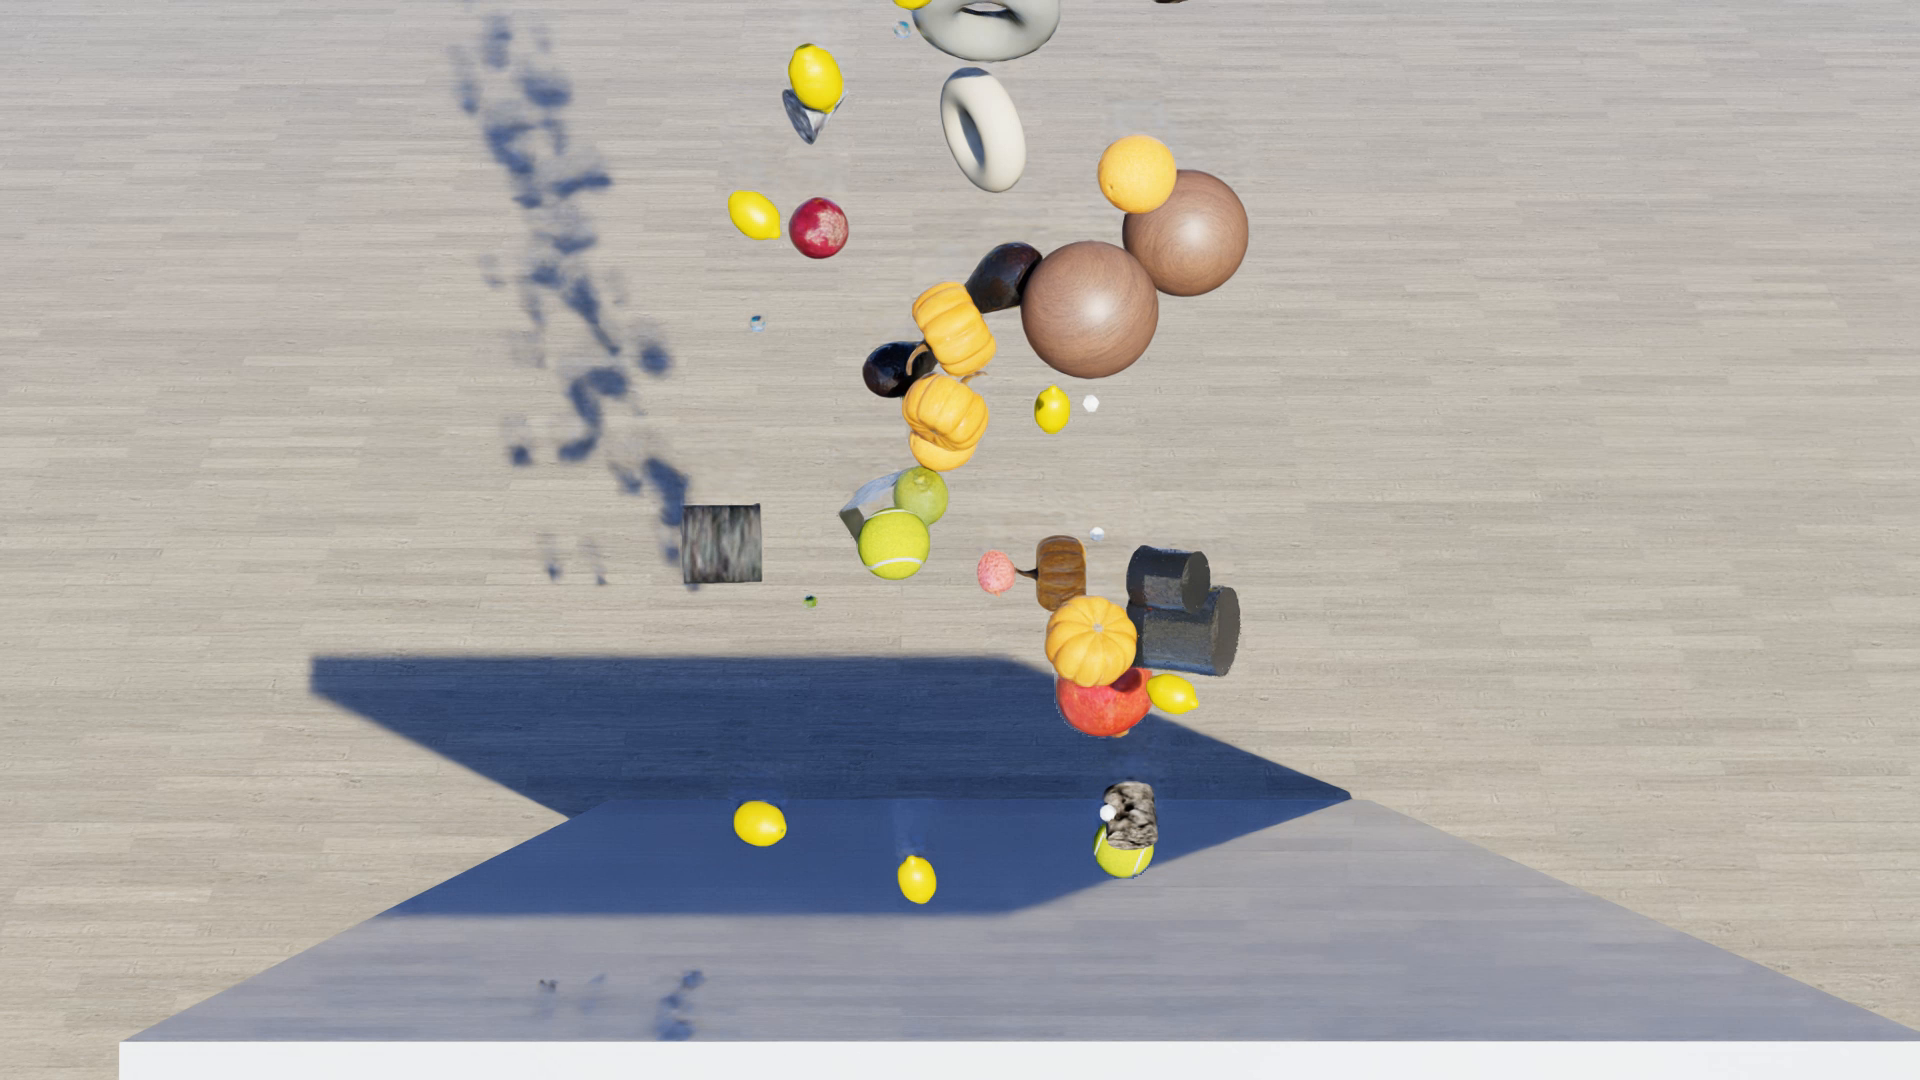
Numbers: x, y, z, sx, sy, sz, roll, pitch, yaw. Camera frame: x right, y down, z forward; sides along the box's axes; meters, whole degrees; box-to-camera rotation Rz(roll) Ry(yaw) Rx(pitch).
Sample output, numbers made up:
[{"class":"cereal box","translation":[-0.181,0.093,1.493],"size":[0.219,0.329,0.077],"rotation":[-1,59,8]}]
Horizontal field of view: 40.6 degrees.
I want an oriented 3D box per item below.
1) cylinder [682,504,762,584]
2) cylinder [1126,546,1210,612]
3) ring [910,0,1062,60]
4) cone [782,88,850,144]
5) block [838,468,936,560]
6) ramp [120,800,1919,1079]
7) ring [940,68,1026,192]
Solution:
[{"class":"cylinder","translation":[-0.245,0.004,2.669],"size":[0.080,0.080,0.080],"rotation":[-1,35,-5]},{"class":"cylinder","translation":[0.203,0.038,2.525],"size":[0.060,0.060,0.060],"rotation":[6,33,33]},{"class":"ring","translation":[0.025,-0.516,2.521],"size":[0.146,0.146,0.049],"rotation":[1,67,1]},{"class":"cone","translation":[-0.137,-0.440,2.619],"size":[0.061,0.061,0.061],"rotation":[-30,43,-15]},{"class":"block","translation":[-0.079,-0.028,2.835],"size":[0.063,0.063,0.063],"rotation":[-17,22,40]},{"class":"ramp","translation":[0.078,0.667,4.847],"size":[2.000,0.100,4.000],"rotation":[0,-2,0]},{"class":"ring","translation":[0.024,-0.430,2.725],"size":[0.045,0.136,0.136],"rotation":[-23,41,-19]}]
